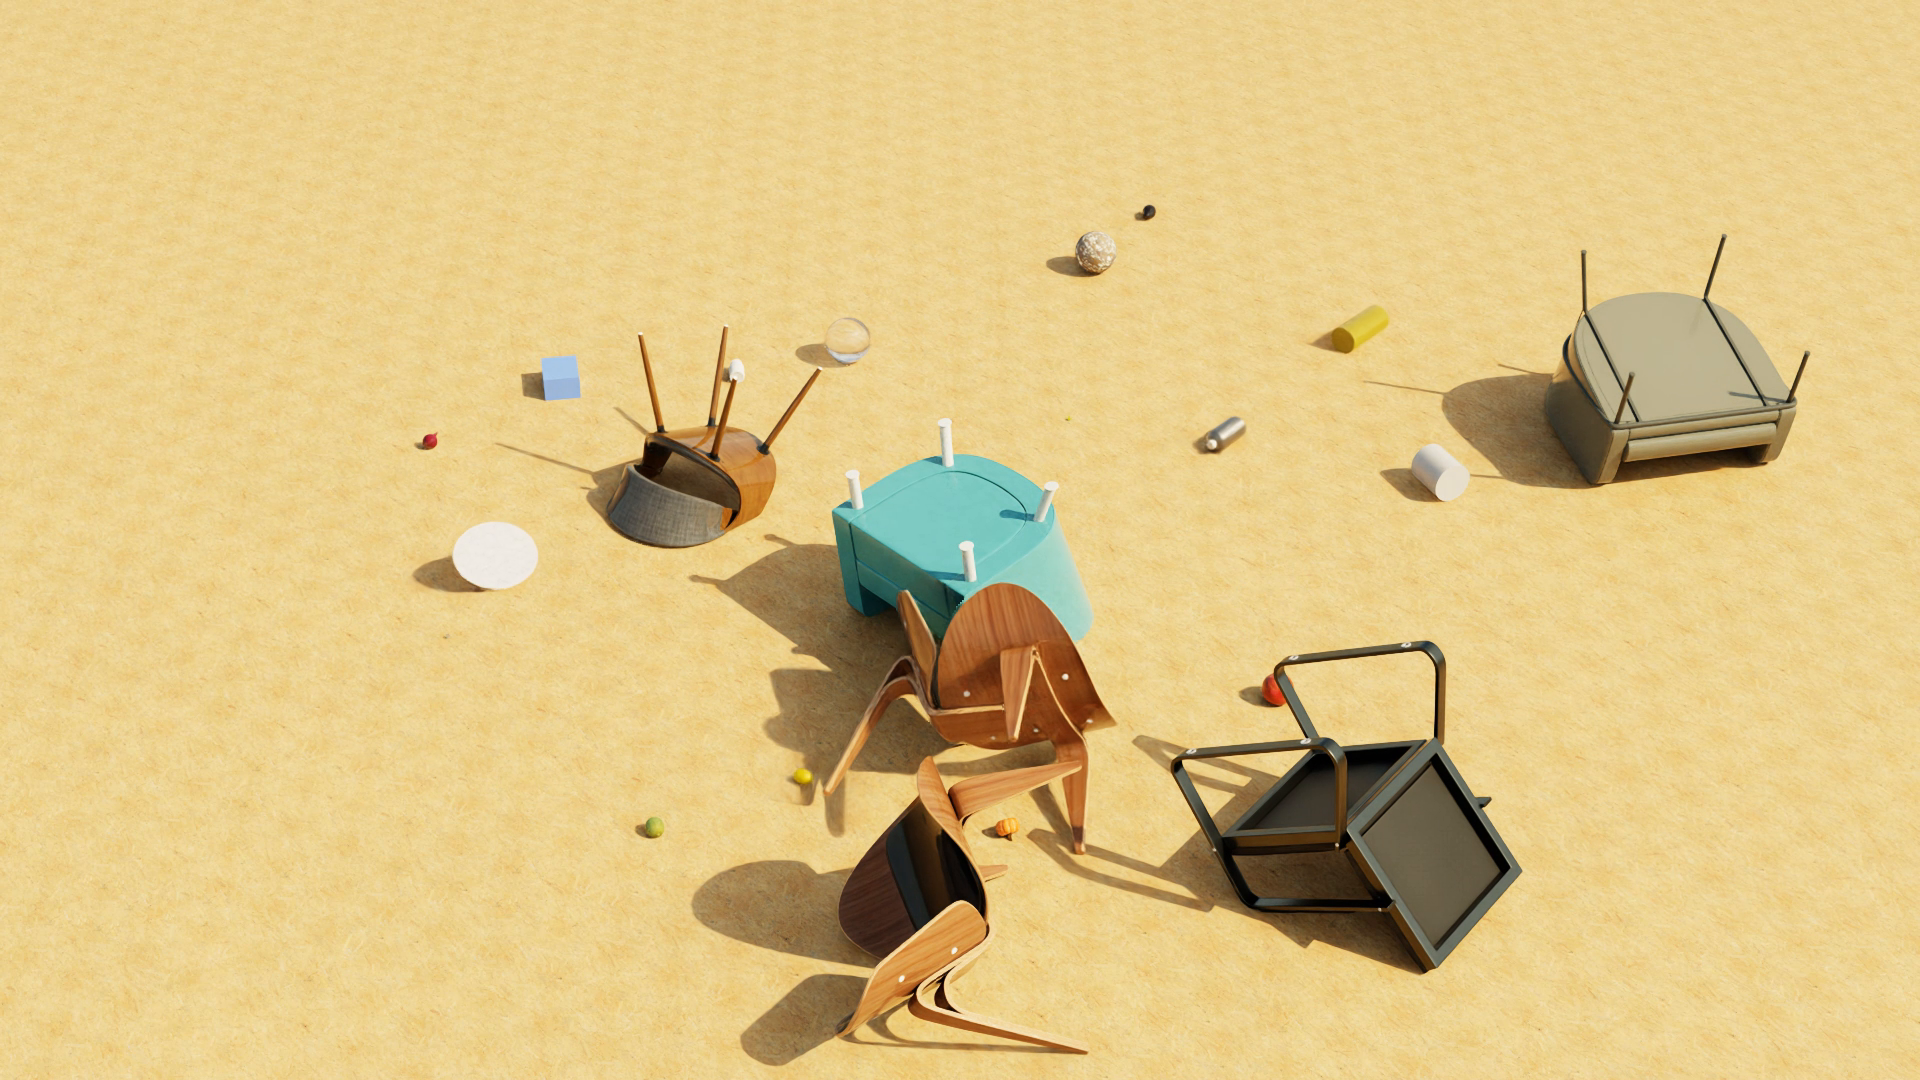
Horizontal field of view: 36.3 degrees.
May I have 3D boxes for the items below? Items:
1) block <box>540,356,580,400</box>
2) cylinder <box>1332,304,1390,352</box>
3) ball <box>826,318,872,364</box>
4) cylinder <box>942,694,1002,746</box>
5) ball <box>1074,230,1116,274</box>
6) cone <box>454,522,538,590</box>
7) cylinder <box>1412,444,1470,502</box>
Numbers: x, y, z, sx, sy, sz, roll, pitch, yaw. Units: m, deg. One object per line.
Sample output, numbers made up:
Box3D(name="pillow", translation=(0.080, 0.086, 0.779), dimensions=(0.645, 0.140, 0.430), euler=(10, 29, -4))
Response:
Box3D(name="block", translation=(-1.613, -0.655, 11.852), dimensions=(0.143, 0.096, 0.181), euler=(-6, 34, -9))
Box3D(name="cylinder", translation=(1.662, -0.877, 12.173), dimensions=(0.116, 0.113, 0.256), euler=(36, 46, 24))
Box3D(name="ball", translation=(-0.459, -0.819, 12.017), dimensions=(0.188, 0.188, 0.188), euler=(0, 33, 0))
Box3D(name="cylinder", translation=(0.039, 0.607, 9.900), dimensions=(0.159, 0.135, 0.137), euler=(-14, 73, -21))
Box3D(name="ball", translation=(0.587, -1.245, 12.669), dimensions=(0.182, 0.182, 0.182), euler=(0, 33, 0))
Box3D(name="cone", translation=(-1.743, 0.063, 10.748), dimensions=(0.331, 0.244, 0.212), euler=(0, -3, -32))
Box3D(name="cylinder", translation=(1.834, -0.258, 11.197), dimensions=(0.150, 0.155, 0.175), euler=(4, 27, -30))
